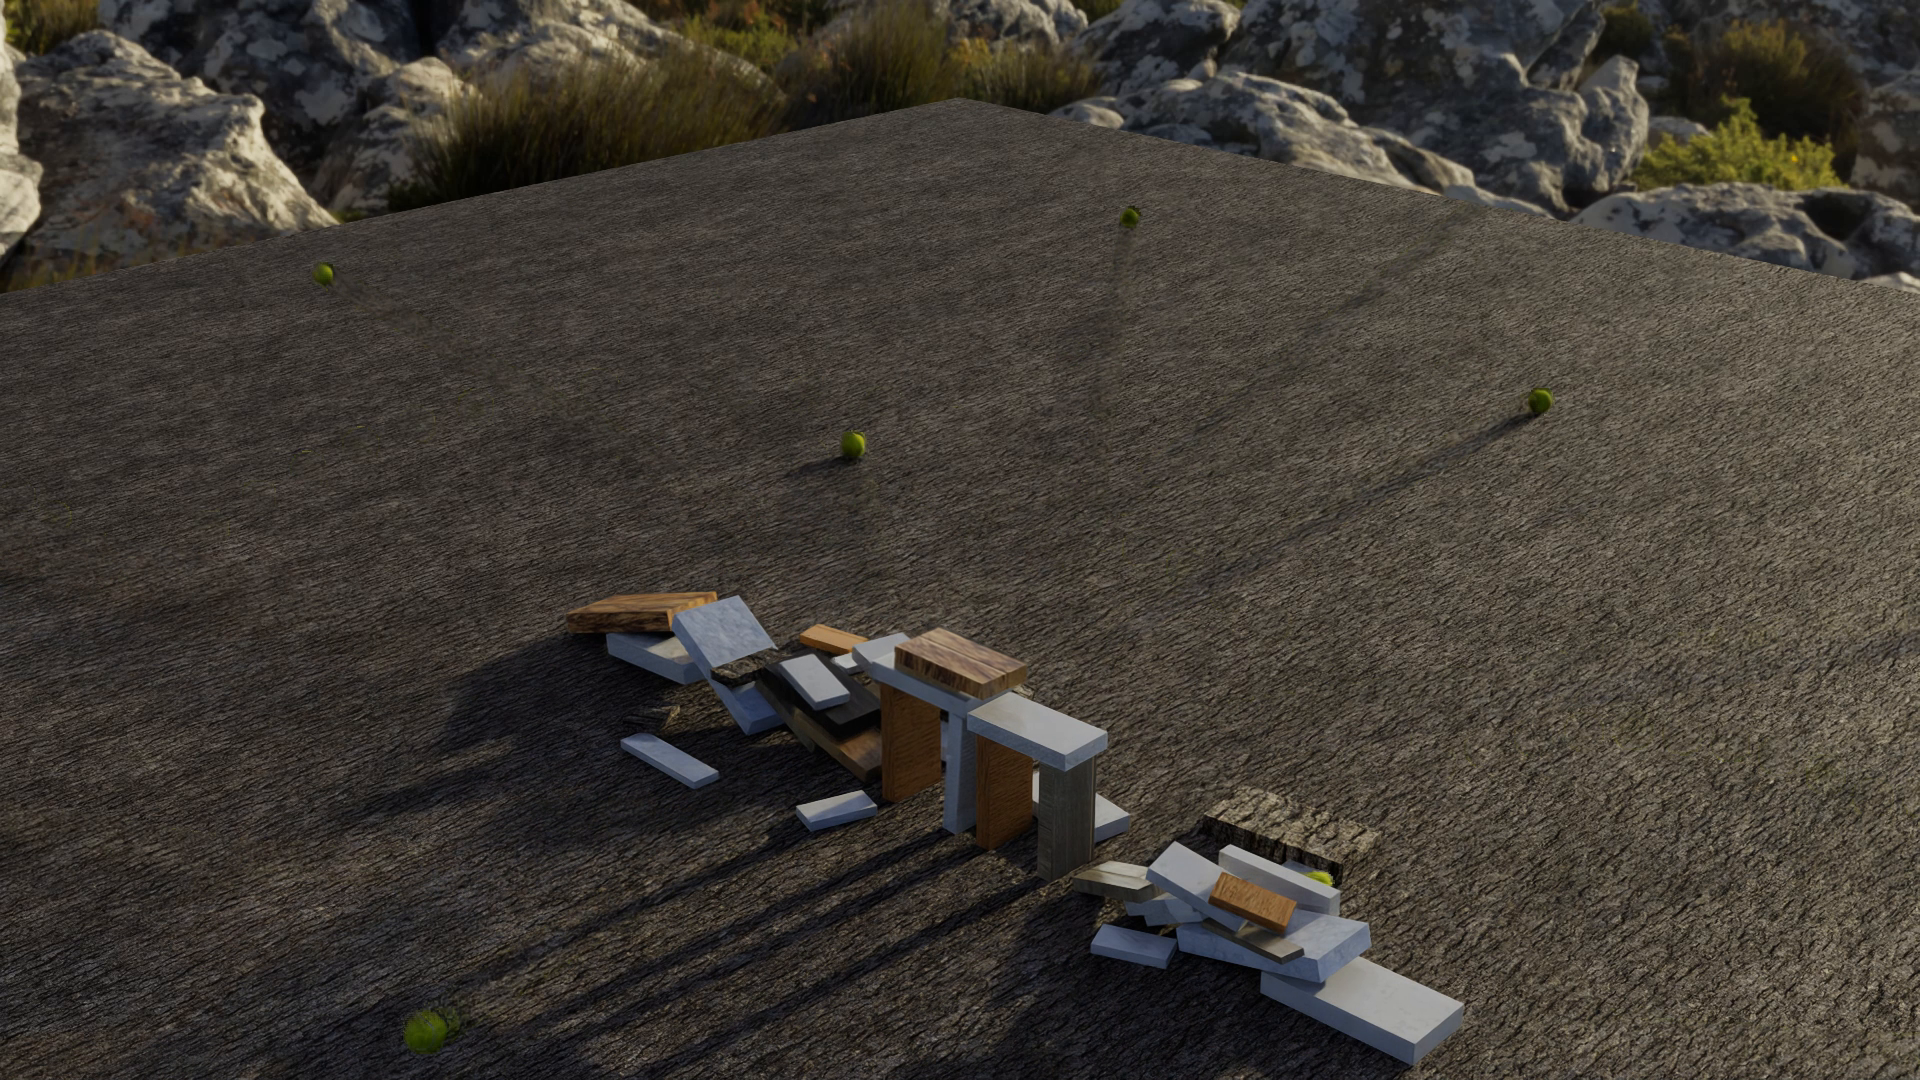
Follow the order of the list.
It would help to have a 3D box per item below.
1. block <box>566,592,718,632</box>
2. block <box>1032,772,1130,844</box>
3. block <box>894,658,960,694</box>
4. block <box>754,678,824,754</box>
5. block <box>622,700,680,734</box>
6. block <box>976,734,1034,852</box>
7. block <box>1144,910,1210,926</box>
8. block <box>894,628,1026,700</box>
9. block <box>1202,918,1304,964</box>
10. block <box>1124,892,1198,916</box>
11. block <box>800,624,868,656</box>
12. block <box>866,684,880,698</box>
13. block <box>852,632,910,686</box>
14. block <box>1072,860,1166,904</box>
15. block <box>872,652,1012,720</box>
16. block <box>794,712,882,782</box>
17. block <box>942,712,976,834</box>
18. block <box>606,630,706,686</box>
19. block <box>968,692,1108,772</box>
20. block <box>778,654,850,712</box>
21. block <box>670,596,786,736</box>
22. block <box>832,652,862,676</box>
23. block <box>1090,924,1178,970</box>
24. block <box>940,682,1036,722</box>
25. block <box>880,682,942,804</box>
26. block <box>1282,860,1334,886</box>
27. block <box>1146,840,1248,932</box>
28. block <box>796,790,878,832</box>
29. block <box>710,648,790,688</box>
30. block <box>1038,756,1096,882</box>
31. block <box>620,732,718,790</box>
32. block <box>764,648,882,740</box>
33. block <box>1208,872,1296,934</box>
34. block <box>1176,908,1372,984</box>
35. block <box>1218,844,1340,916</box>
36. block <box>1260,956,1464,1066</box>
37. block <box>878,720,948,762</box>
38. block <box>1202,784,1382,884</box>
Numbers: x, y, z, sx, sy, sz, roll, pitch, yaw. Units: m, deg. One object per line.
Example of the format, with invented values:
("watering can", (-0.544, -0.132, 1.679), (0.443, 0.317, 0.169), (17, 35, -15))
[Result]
("block", (-0.747, 0.170, 5.165), (0.337, 0.048, 0.168), (-3, 12, 38))
("block", (0.218, 0.538, 4.447), (0.122, 0.035, 0.244), (-16, 28, -32))
("block", (-0.041, 0.255, 4.356), (0.165, 0.023, 0.082), (19, 29, 39))
("block", (-0.335, 0.362, 4.765), (0.113, 0.032, 0.226), (-18, 50, -36))
("block", (-0.673, 0.386, 4.799), (0.073, 0.021, 0.147), (6, 16, 13))
("block", (0.088, 0.475, 4.324), (0.035, 0.248, 0.124), (21, 31, 40))
("block", (0.414, 0.682, 4.040), (0.071, 0.020, 0.142), (-20, 2, -42))
("block", (0.001, 0.242, 4.312), (0.122, 0.035, 0.244), (-21, 30, -40))
("block", (0.515, 0.702, 3.882), (0.049, 0.014, 0.234), (-17, 15, -27))
("block", (0.401, 0.660, 4.054), (0.097, 0.028, 0.194), (-18, 0, -35))
("block", (-0.298, 0.237, 5.176), (0.147, 0.021, 0.073), (15, 27, 31))
("block", (-0.196, 0.350, 4.912), (0.129, 0.018, 0.064), (-20, 30, -39))
("block", (-0.109, 0.310, 4.931), (0.131, 0.037, 0.306), (-14, 34, -29))
("block", (0.310, 0.642, 4.134), (0.097, 0.028, 0.194), (-17, 9, -34))
("block", (-0.037, 0.277, 4.382), (0.264, 0.037, 0.132), (21, 30, 41))
("block", (-0.233, 0.420, 4.658), (0.113, 0.032, 0.226), (-23, 46, -39))
("block", (0.032, 0.444, 4.375), (0.132, 0.264, 0.037), (-21, 35, -41))
("block", (-0.650, 0.250, 5.034), (0.168, 0.048, 0.337), (-17, 20, -36))
("block", (0.147, 0.366, 4.217), (0.248, 0.035, 0.124), (20, 30, 39))
("block", (-0.311, 0.303, 4.695), (0.082, 0.023, 0.165), (-14, 35, -29))
("block", (-0.482, 0.274, 4.870), (0.168, 0.048, 0.337), (-16, 54, -35))
("block", (-0.226, 0.277, 5.084), (0.129, 0.018, 0.064), (-16, 28, -33))
("block", (0.316, 0.738, 3.995), (0.142, 0.020, 0.071), (9, 25, 20))
("block", (0.059, 0.355, 4.795), (0.131, 0.037, 0.263), (23, 22, 15))
("block", (-0.099, 0.393, 4.496), (0.037, 0.264, 0.132), (21, 31, 41))
("block", (0.661, 0.645, 4.222), (0.099, 0.014, 0.049), (18, 29, 36))
("block", (0.442, 0.623, 3.958), (0.194, 0.028, 0.097), (28, 38, 23))
("block", (-0.249, 0.547, 4.446), (0.147, 0.021, 0.073), (-11, 25, -25))
("block", (-0.453, 0.278, 4.795), (0.165, 0.023, 0.082), (-19, 24, -37))
("block", (0.205, 0.521, 4.216), (0.035, 0.248, 0.124), (21, 31, 41))
("block", (-0.615, 0.463, 4.645), (0.064, 0.018, 0.255), (-21, 31, -40))
("block", (-0.290, 0.327, 4.718), (0.131, 0.037, 0.263), (-20, 39, -37))
("block", (0.520, 0.644, 3.907), (0.142, 0.020, 0.071), (21, 36, 14))
("block", (0.559, 0.711, 3.936), (0.312, 0.044, 0.156), (4, 19, 45))
("block", (0.583, 0.661, 4.046), (0.244, 0.122, 0.035), (19, 30, 38))
("block", (0.697, 0.797, 3.825), (0.312, 0.044, 0.156), (20, 30, 39))
("block", (-0.060, 0.403, 4.708), (0.226, 0.032, 0.113), (28, 34, 26))
("block", (0.654, 0.578, 4.343), (0.312, 0.044, 0.156), (17, 28, 34))
